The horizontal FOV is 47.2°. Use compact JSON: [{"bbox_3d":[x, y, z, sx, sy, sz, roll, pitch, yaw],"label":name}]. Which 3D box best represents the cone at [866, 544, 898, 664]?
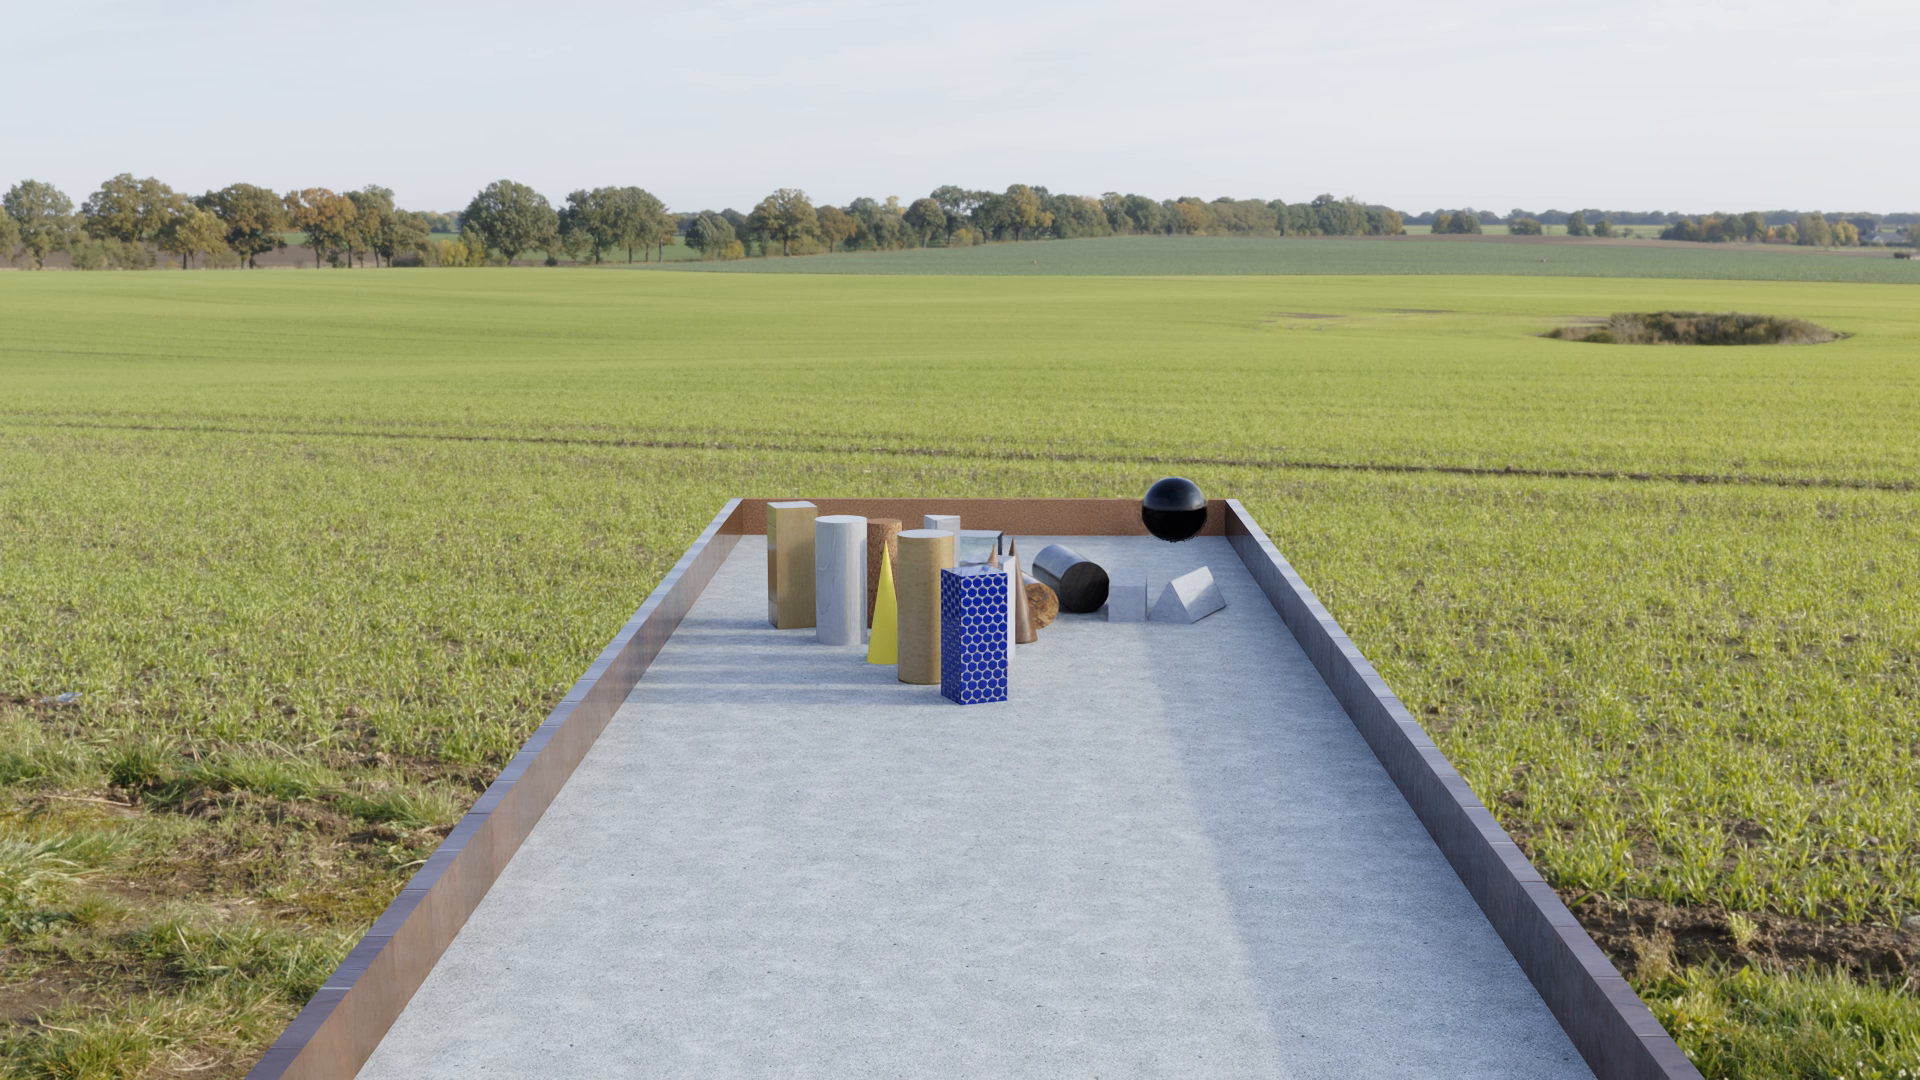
[{"bbox_3d":[-0.224,0.181,6.668,0.122,0.375,0.122,0,9,0],"label":"cone"}]

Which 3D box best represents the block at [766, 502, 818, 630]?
[{"bbox_3d":[-0.549,0.081,7.222,0.138,0.399,0.138,-3,9,-17],"label":"block"}]

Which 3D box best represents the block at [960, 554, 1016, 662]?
[{"bbox_3d":[0.083,0.212,6.669,0.138,0.315,0.138,3,9,16],"label":"block"}]

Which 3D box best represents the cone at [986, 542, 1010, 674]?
[{"bbox_3d":[0.082,0.193,6.494,0.177,0.389,0.177,6,9,-1],"label":"cone"}]

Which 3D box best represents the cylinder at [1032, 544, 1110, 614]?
[{"bbox_3d":[0.381,0.132,7.610,0.176,0.176,0.379,-2,9,-12],"label":"cylinder"}]

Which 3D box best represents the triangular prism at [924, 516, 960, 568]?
[{"bbox_3d":[-0.075,0.122,6.974,0.100,0.396,0.115,8,12,40],"label":"triangular prism"}]

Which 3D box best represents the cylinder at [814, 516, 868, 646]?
[{"bbox_3d":[-0.376,0.127,6.960,0.165,0.391,0.165,0,9,0],"label":"cylinder"}]

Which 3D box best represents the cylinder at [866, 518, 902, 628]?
[{"bbox_3d":[-0.253,0.110,7.203,0.124,0.348,0.124,0,9,0],"label":"cylinder"}]

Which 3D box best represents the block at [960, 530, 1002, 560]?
[{"bbox_3d":[0.061,0.131,7.198,0.139,0.308,0.139,1,9,8],"label":"block"}]

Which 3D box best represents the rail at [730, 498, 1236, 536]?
[{"bbox_3d":[0.099,-0.098,9.147,2.100,0.150,0.050,0,9,1],"label":"rail"}]

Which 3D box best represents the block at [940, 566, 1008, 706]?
[{"bbox_3d":[0.039,0.265,6.174,0.141,0.364,0.141,-4,10,-24],"label":"block"}]

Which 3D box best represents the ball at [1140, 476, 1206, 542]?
[{"bbox_3d":[0.870,-0.125,8.945,0.267,0.267,0.267,0,9,0],"label":"ball"}]

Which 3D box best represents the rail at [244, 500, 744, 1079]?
[{"bbox_3d":[-1.004,0.839,3.234,0.050,0.150,12.000,0,9,1],"label":"rail"}]

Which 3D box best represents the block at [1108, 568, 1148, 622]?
[{"bbox_3d":[0.570,0.186,7.447,0.123,0.123,0.346,1,9,6],"label":"block"}]

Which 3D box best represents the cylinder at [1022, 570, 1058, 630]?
[{"bbox_3d":[0.194,0.182,7.368,0.153,0.153,0.441,-2,9,-14],"label":"cylinder"}]

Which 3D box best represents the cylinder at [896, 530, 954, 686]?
[{"bbox_3d":[-0.100,0.194,6.409,0.166,0.431,0.166,0,9,0],"label":"cylinder"}]

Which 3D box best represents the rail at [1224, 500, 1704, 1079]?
[{"bbox_3d":[1.046,0.843,3.208,0.050,0.150,12.000,0,9,1],"label":"rail"}]

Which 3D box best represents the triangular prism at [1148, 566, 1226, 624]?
[{"bbox_3d":[0.769,0.180,7.421,0.156,0.135,0.343,4,10,26],"label":"triangular prism"}]

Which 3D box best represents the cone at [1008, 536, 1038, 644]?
[{"bbox_3d":[0.168,0.153,6.988,0.163,0.331,0.163,0,9,0],"label":"cone"}]
